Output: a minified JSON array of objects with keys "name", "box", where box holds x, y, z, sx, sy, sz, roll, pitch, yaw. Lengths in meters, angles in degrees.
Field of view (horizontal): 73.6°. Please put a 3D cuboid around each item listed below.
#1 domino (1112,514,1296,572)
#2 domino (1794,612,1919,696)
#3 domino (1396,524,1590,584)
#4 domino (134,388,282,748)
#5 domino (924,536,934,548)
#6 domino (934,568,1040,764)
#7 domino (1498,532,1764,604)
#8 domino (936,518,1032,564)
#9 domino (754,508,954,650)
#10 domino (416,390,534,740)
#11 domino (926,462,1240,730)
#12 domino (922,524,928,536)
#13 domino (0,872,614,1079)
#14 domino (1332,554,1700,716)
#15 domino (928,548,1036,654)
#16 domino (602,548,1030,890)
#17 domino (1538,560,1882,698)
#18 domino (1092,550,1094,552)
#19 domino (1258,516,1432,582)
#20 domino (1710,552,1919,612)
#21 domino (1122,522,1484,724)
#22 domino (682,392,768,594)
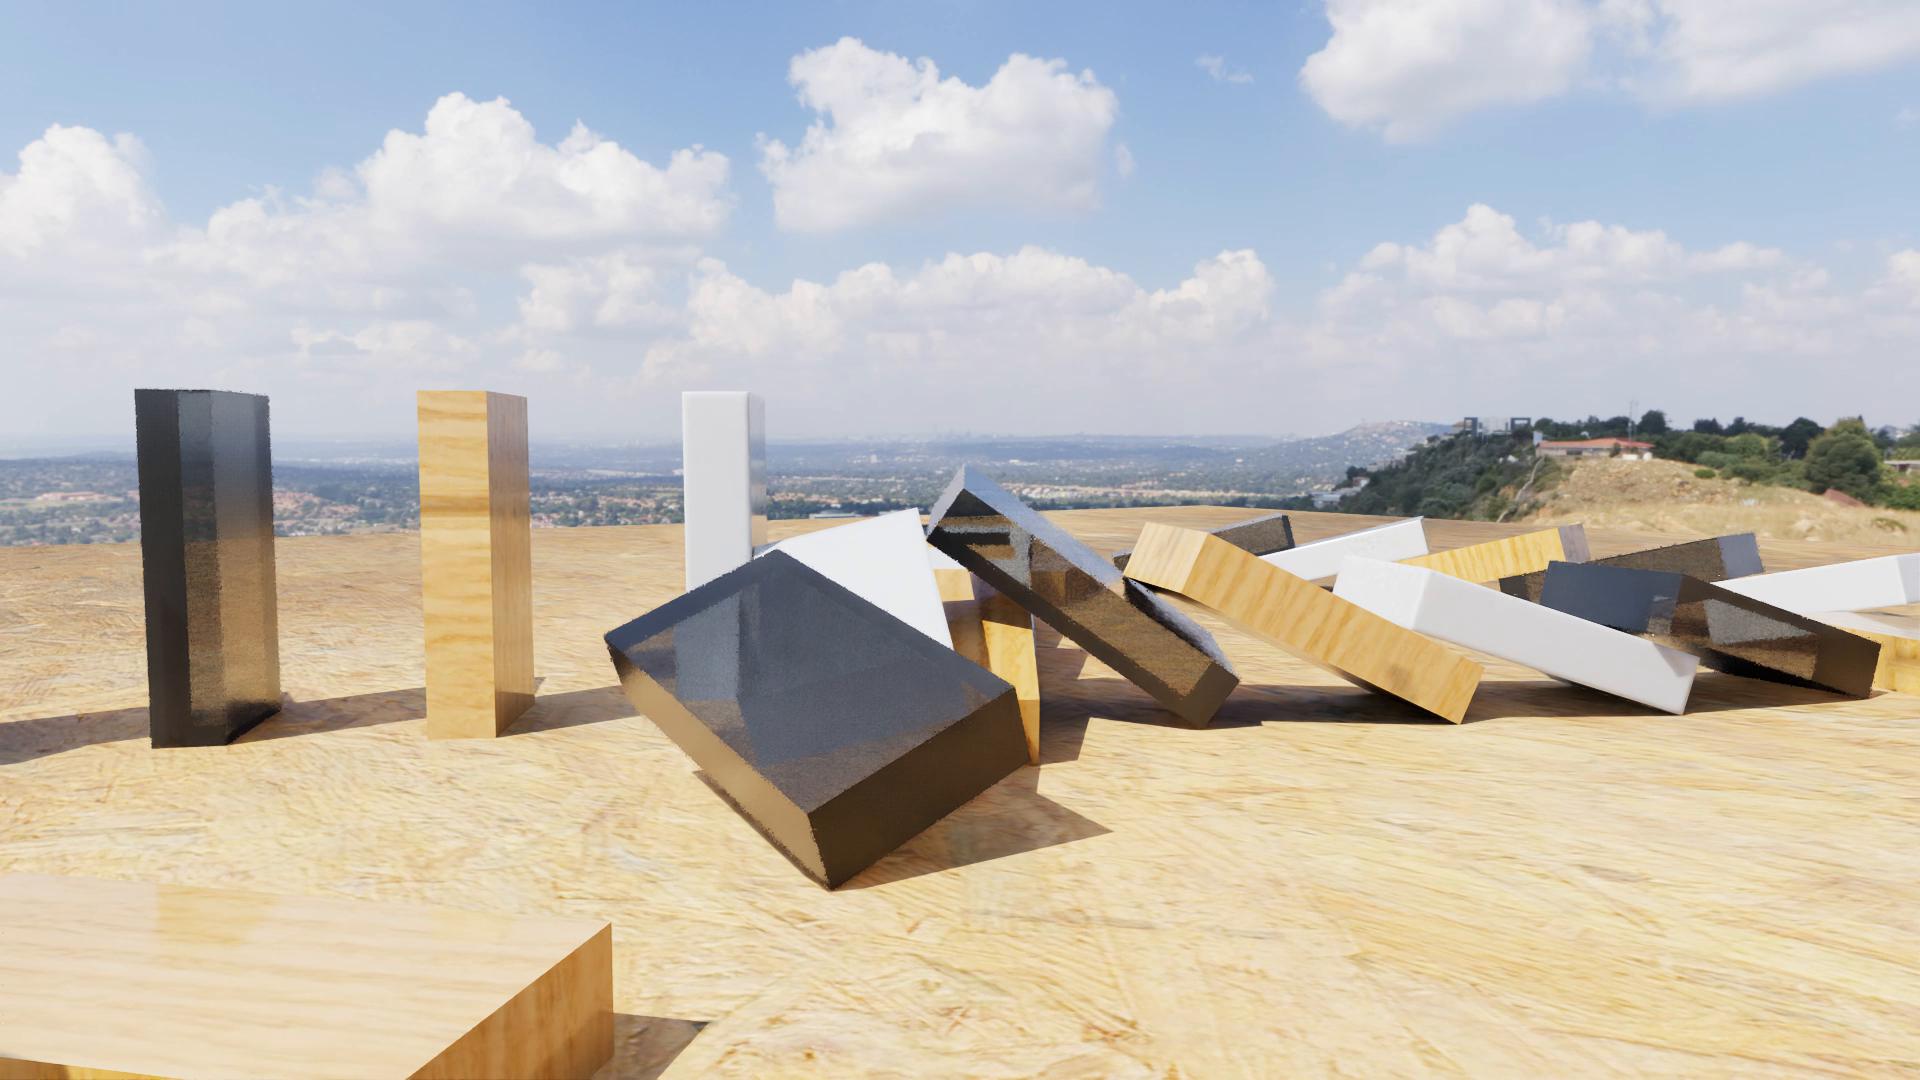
[{"name":"domino","box":[0.070,0.003,0.375,0.050,0.009,0.025,-14,0,7]},{"name":"domino","box":[0.173,0.021,0.227,0.025,0.010,0.050,-1,4,-8]},{"name":"domino","box":[0.134,0.006,0.335,0.050,0.010,0.025,-16,-6,38]},{"name":"domino","box":[-0.111,0.003,0.190,0.010,0.050,0.025,-1,4,-12]},{"name":"domino","box":[-0.001,0.012,0.268,0.025,0.010,0.050,0,19,1]},{"name":"domino","box":[-0.002,0.017,0.193,0.025,0.009,0.050,0,19,1]},{"name":"domino","box":[0.159,0.009,0.307,0.025,0.010,0.050,-4,-9,-42]},{"name":"domino","box":[0.005,0.006,0.343,0.025,0.009,0.050,0,18,6]},{"name":"domino","box":[-0.014,0.013,0.171,0.025,0.010,0.050,-14,27,-2]},{"name":"domino","box":[-0.073,0.003,0.196,0.009,0.050,0.025,0,4,-6]},{"name":"domino","box":[0.018,0.008,0.200,0.050,0.010,0.025,35,10,-6]},{"name":"domino","box":[-0.001,0.009,0.305,0.025,0.009,0.050,0,19,2]},{"name":"domino","box":[-0.051,0.032,0.082,0.050,0.009,0.025,1,4,12]},{"name":"domino","box":[0.089,0.015,0.208,0.050,0.009,0.025,17,1,-13]},{"name":"domino","box":[0.000,0.014,0.231,0.025,0.009,0.050,0,19,1]},{"name":"domino","box":[-0.018,0.017,0.145,0.025,0.009,0.050,-28,31,-27]},{"name":"domino","box":[0.126,0.015,0.216,0.050,0.010,0.025,15,-2,-23]},{"name":"domino","box":[0.023,0.009,0.382,0.025,0.009,0.050,1,4,16]},{"name":"domino","box":[0.105,0.004,0.361,0.050,0.010,0.025,-15,-2,22]},{"name":"domino","box":[0.177,0.012,0.272,0.025,0.009,0.050,-3,-9,-32]},{"name":"domino","box":[0.053,0.013,0.201,0.050,0.010,0.025,25,-1,-13]},{"name":"domino","box":[-0.036,0.003,0.199,0.010,0.050,0.025,-1,4,-3]}]
